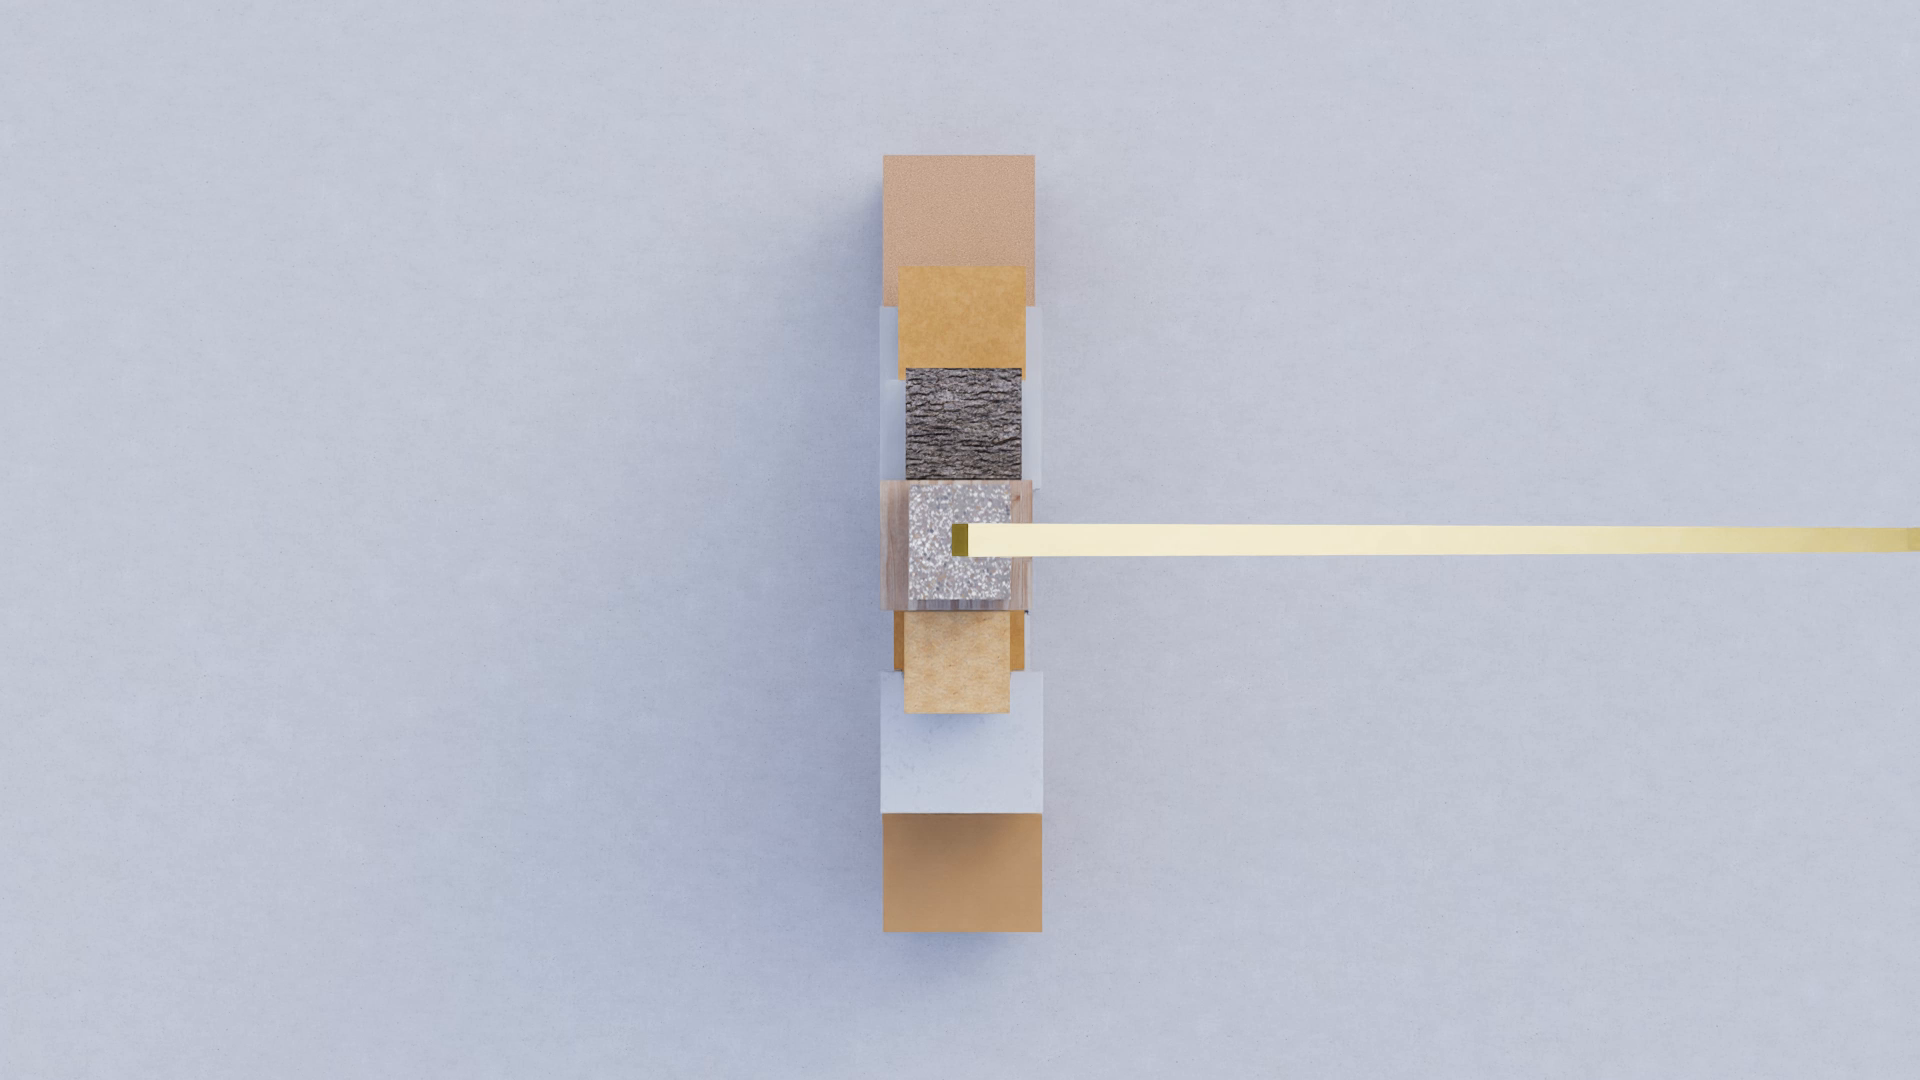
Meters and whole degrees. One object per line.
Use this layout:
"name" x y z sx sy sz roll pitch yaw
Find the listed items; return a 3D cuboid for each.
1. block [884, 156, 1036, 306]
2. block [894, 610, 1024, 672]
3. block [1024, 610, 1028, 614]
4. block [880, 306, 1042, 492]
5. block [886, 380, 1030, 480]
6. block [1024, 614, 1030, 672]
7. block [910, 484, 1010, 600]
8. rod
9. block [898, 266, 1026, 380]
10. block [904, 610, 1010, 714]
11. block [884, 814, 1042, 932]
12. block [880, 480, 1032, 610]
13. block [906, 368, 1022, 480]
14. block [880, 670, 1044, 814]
"block" -0.005 -1.719 12.625 0.847 0.751 0.850 0 90 0
"block" -0.005 0.328 11.943 0.692 0.631 0.742 0 89 0
"block" 0.005 0.069 12.695 0.761 0.611 0.687 0 90 0
"block" 0.003 -0.784 12.548 0.889 0.904 0.999 0 90 0
"block" -0.007 -0.439 11.759 0.751 0.675 0.781 0 90 0
"block" 0.017 0.846 12.628 0.747 0.743 0.849 0 90 0
"block" 0.000 0.007 10.485 0.472 0.426 0.537 0 90 0
"rod" 2.234 0.000 6.694 5.200 0.080 0.080 0 90 -31
"block" 0.011 -1.137 11.813 0.667 0.567 0.597 0 90 0
"block" -0.015 0.593 10.981 0.514 0.502 0.505 0 90 0
"block" 0.014 1.712 12.509 0.870 0.983 0.863 0 90 0
"block" -0.018 0.023 11.060 0.744 0.724 0.633 0 90 0
"block" 0.018 -0.580 11.158 0.576 0.526 0.547 0 90 0
"block" 0.010 1.054 11.626 0.828 0.807 0.721 0 87 0
